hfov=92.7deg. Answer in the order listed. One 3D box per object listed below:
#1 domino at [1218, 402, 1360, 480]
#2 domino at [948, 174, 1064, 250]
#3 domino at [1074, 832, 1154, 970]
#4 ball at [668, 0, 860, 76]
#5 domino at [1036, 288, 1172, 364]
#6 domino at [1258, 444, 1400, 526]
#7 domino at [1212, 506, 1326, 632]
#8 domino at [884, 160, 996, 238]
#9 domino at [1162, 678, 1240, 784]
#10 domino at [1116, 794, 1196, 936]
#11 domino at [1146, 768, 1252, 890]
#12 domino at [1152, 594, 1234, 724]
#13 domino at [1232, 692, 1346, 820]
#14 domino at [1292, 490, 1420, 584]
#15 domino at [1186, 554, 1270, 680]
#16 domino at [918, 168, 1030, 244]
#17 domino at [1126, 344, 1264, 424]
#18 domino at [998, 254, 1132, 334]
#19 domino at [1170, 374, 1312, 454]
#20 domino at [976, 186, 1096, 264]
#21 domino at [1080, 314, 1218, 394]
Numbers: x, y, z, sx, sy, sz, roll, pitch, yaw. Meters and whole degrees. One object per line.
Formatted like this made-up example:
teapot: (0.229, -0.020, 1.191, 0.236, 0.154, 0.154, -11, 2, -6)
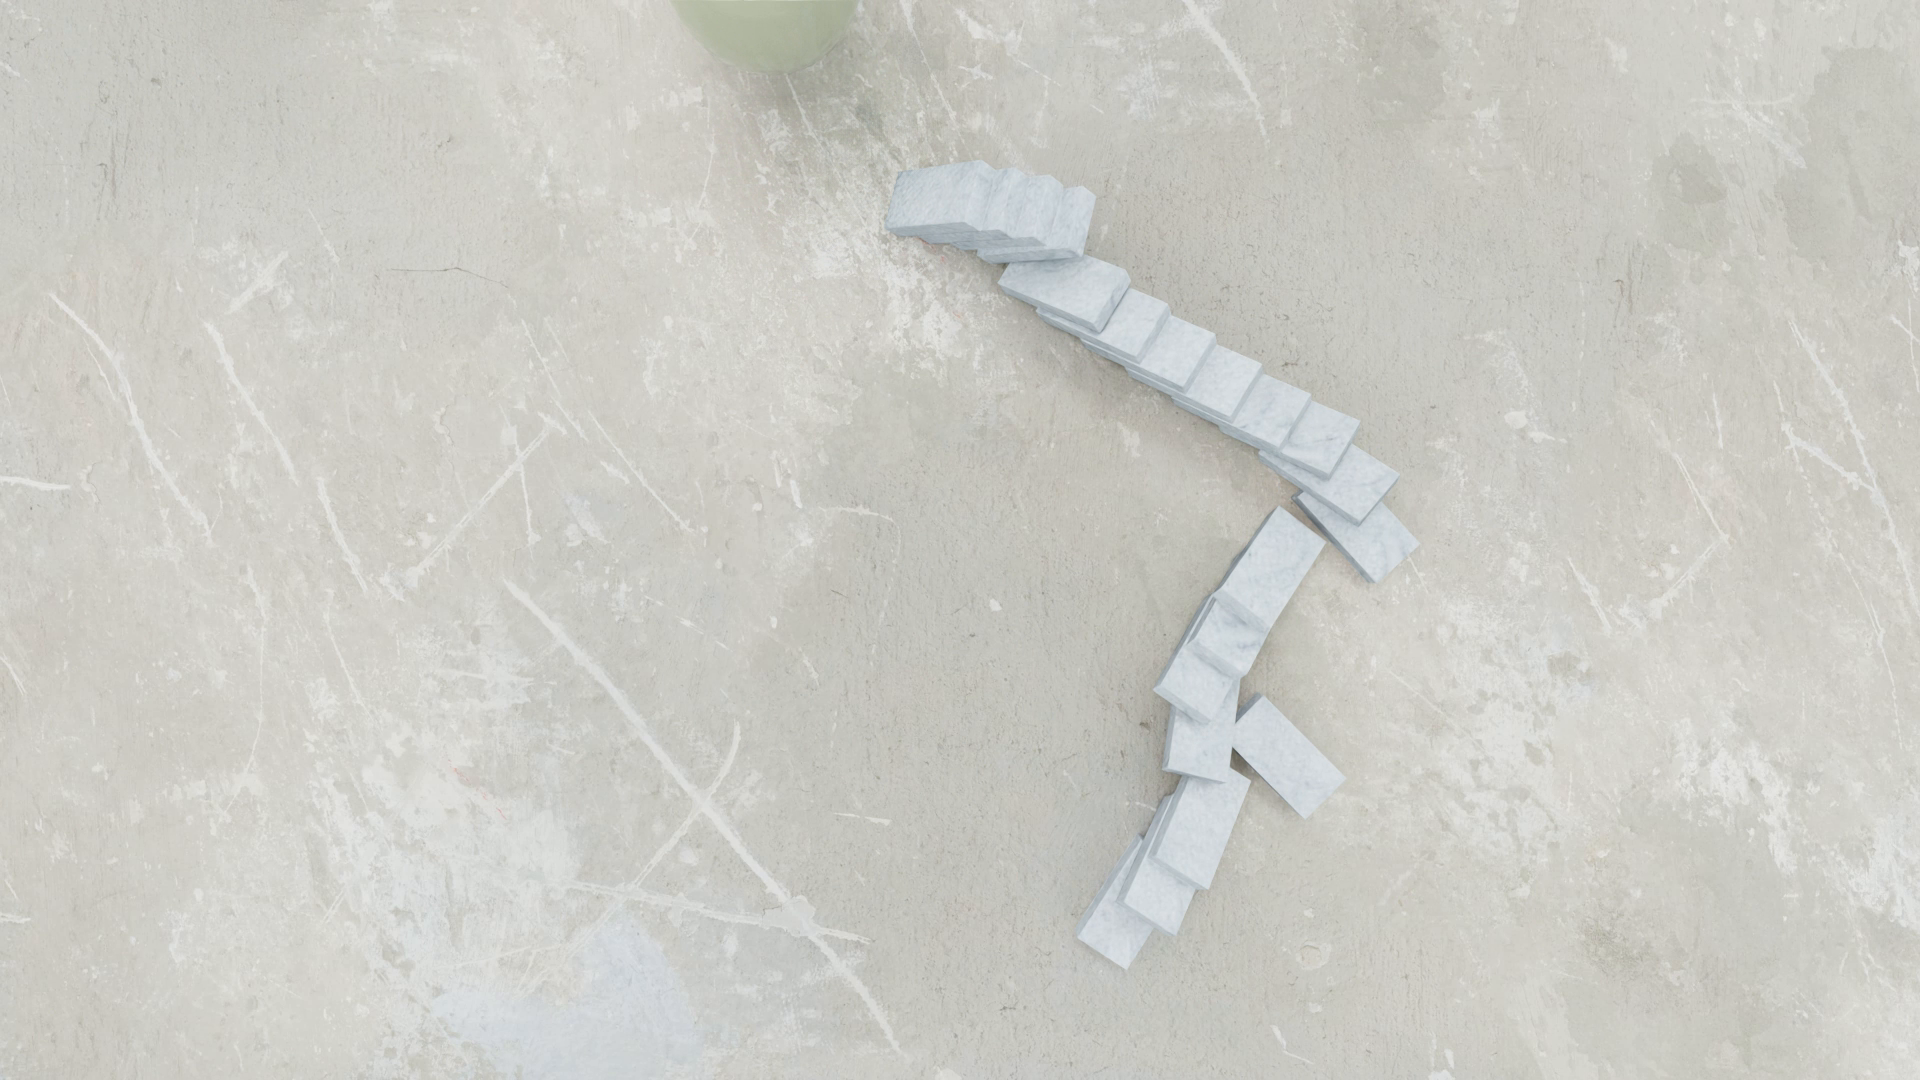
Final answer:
domino: (0.138, -0.048, 0.385, 0.050, 0.009, 0.025, 30, 89, 25)
domino: (0.018, -0.135, 0.379, 0.050, 0.009, 0.025, 15, 90, 44)
domino: (0.074, 0.156, 0.395, 0.025, 0.010, 0.050, 33, 90, 0)
ball: (-0.078, -0.227, 0.360, 0.080, 0.080, 0.080, 0, 90, 0)
domino: (0.060, -0.096, 0.385, 0.050, 0.010, 0.025, 31, 90, 25)
domino: (0.154, -0.031, 0.386, 0.050, 0.009, 0.025, 40, 90, 24)
domino: (0.130, 0.012, 0.384, 0.025, 0.010, 0.050, 39, 66, 6)
domino: (-0.009, -0.141, 0.379, 0.050, 0.010, 0.025, 15, 90, 44)
domino: (0.102, 0.075, 0.387, 0.025, 0.009, 0.050, 14, 70, 0)
domino: (0.088, 0.136, 0.385, 0.025, 0.010, 0.050, 33, 65, 0)
domino: (0.101, 0.117, 0.385, 0.025, 0.009, 0.050, 32, 65, 0)
domino: (0.104, 0.049, 0.385, 0.025, 0.010, 0.050, 35, 65, 4)
domino: (0.138, 0.093, 0.395, 0.025, 0.010, 0.050, -45, 90, 0)
domino: (0.170, -0.008, 0.395, 0.025, 0.009, 0.050, -42, 90, 0)
domino: (0.118, 0.031, 0.385, 0.025, 0.010, 0.050, 35, 65, 4)
domino: (0.004, -0.138, 0.379, 0.050, 0.010, 0.025, 15, 90, 44)
domino: (0.098, -0.071, 0.385, 0.050, 0.009, 0.025, 31, 90, 25)
domino: (0.043, -0.108, 0.384, 0.050, 0.009, 0.025, 31, 90, 29)
domino: (0.118, -0.059, 0.385, 0.050, 0.010, 0.025, 31, 90, 25)
domino: (0.031, -0.129, 0.379, 0.050, 0.009, 0.025, 12, 88, 44)
domino: (0.079, -0.084, 0.385, 0.050, 0.010, 0.025, 31, 90, 25)
